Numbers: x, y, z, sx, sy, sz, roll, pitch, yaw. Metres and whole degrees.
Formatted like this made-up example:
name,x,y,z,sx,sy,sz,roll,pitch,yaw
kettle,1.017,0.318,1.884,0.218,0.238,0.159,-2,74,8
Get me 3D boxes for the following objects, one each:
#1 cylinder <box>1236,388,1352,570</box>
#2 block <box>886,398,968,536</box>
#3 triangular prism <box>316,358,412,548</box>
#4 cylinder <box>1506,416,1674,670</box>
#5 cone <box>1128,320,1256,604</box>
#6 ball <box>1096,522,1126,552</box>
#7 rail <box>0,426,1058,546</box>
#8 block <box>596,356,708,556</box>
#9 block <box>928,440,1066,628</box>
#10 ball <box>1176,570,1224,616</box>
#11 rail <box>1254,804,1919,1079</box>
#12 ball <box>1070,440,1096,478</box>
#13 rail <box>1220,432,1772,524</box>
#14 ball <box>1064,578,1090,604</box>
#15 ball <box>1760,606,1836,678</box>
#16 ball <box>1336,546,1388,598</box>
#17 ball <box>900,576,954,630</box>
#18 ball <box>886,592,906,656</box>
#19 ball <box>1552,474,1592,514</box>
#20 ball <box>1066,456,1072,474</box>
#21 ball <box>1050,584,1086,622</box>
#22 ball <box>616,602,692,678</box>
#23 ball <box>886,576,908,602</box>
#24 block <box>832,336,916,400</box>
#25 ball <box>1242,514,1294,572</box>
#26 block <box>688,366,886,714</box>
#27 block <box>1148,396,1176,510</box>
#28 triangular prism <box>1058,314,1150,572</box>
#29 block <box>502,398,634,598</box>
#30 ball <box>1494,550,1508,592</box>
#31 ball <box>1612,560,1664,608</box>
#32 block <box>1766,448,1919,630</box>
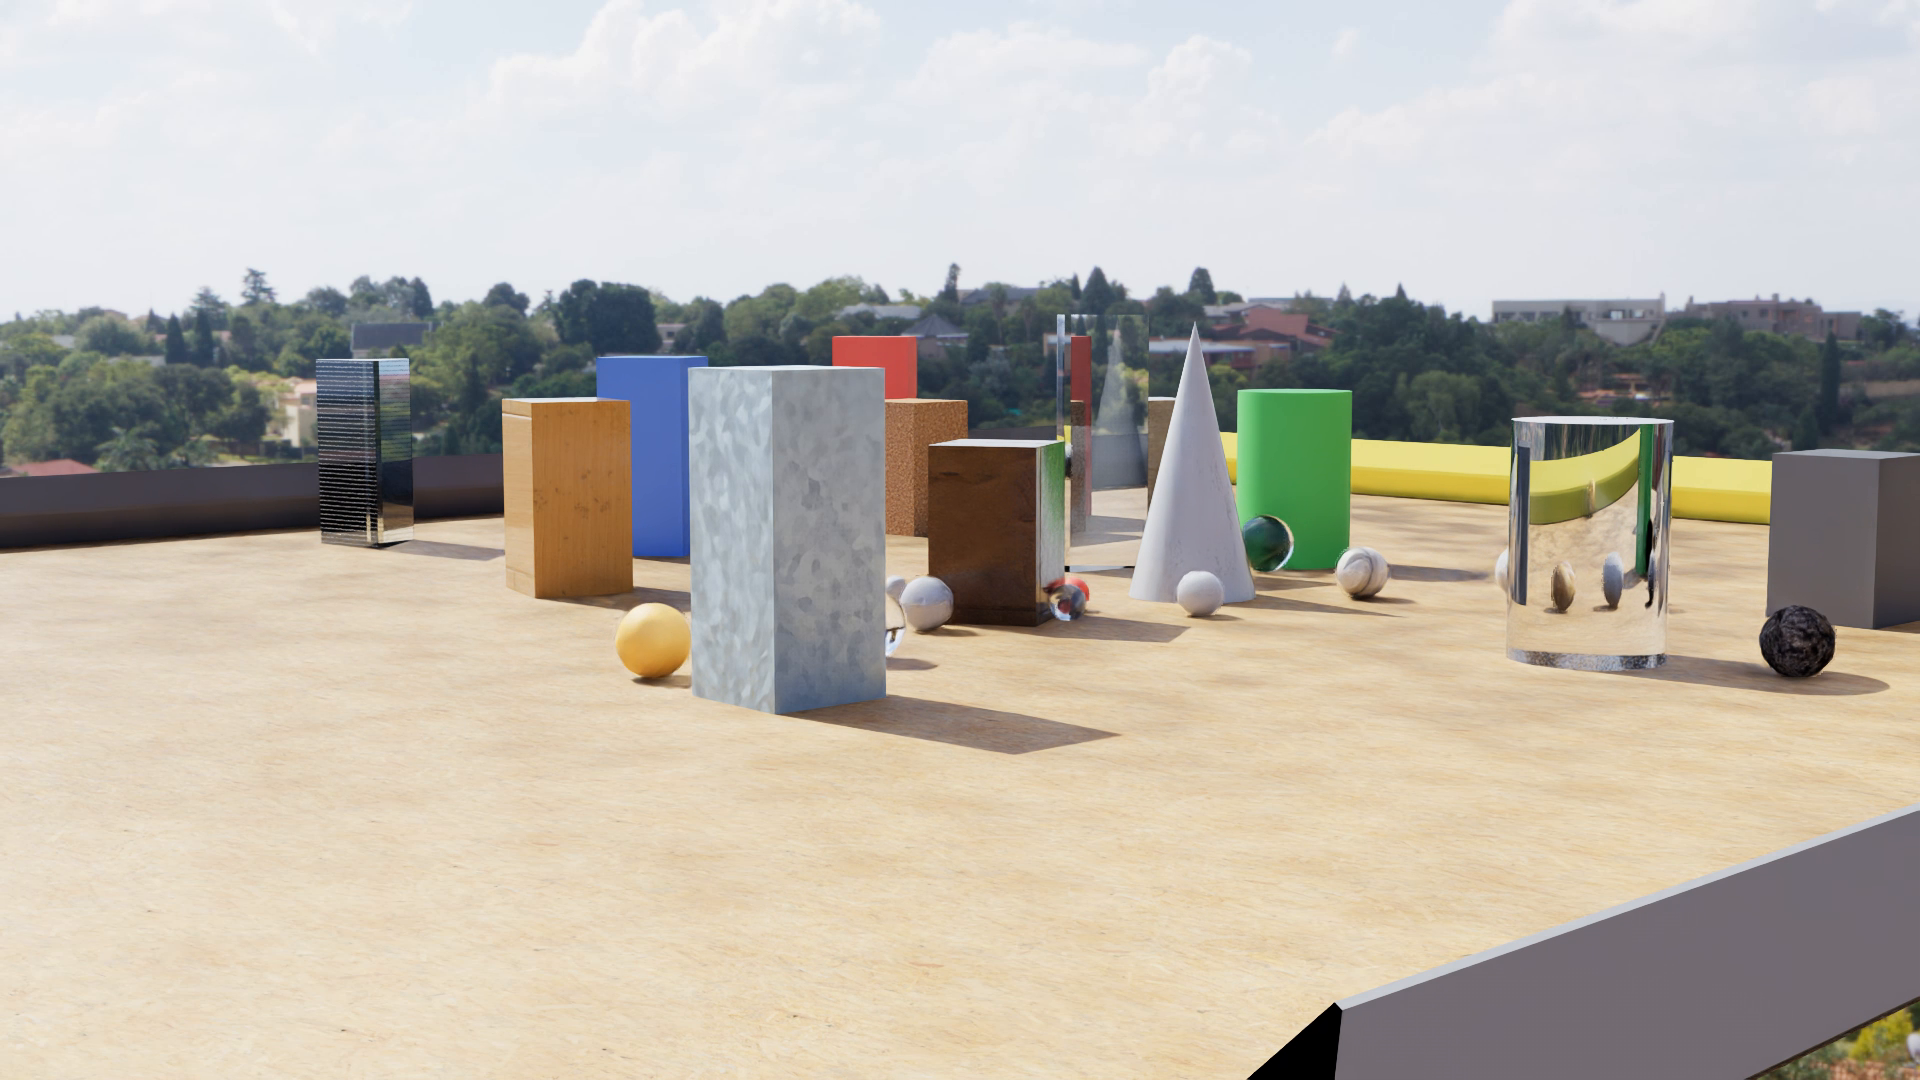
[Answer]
name,x,y,z,sx,sy,sz,roll,pitch,yaw
cylinder,0.590,-0.111,3.890,0.200,0.305,0.200,0,6,0
block,-0.097,-0.150,4.456,0.160,0.265,0.160,5,8,42
triangular prism,-1.116,-0.171,4.231,0.173,0.353,0.150,4,7,35
cylinder,0.805,0.000,2.818,0.200,0.306,0.200,0,6,0
cone,0.364,-0.126,3.431,0.200,0.430,0.200,0,6,0
ball,0.282,-0.006,4.083,0.057,0.057,0.057,0,6,0
rail,-1.229,-0.104,4.657,4.247,0.130,0.045,-5,8,-42
block,-0.566,-0.158,4.075,0.160,0.360,0.160,1,6,12
block,0.055,-0.014,3.197,0.160,0.255,0.160,2,6,17
ball,0.351,0.078,3.219,0.067,0.067,0.067,0,6,0
rail,1.229,0.172,2.007,4.247,0.130,0.045,-5,8,-42
ball,0.342,-0.217,5.895,0.100,0.100,0.100,0,6,0
rail,1.543,-0.114,4.748,0.045,0.130,3.672,-5,8,-42
ball,0.170,0.081,3.282,0.049,0.049,0.049,0,6,0
ball,1.021,0.124,2.679,0.088,0.088,0.088,0,6,0
ball,0.627,0.050,3.422,0.081,0.081,0.081,0,6,0
ball,-0.046,0.089,3.076,0.076,0.076,0.076,0,6,0
ball,-0.116,0.108,2.803,0.094,0.094,0.094,0,6,0
ball,1.352,-0.103,4.867,0.086,0.086,0.086,0,6,0
ball,0.281,-0.205,6.004,0.054,0.054,0.054,0,6,0
ball,0.155,0.090,3.166,0.054,0.054,0.054,0,6,0
ball,-0.372,0.122,2.675,0.092,0.092,0.092,0,6,0
ball,-0.099,0.076,3.361,0.043,0.043,0.043,0,6,0
block,-0.182,-0.241,4.728,0.160,0.391,0.160,1,6,6
ball,0.523,0.006,3.768,0.098,0.098,0.098,0,6,0
block,-0.198,-0.007,2.528,0.160,0.380,0.160,-5,8,-41
block,0.399,-0.173,4.715,0.160,0.258,0.160,-2,6,-22
triangular prism,0.215,-0.174,3.848,0.173,0.438,0.150,-4,7,-32
block,-0.627,-0.071,3.508,0.160,0.304,0.160,-3,7,-27
ball,0.873,0.049,3.409,0.085,0.085,0.085,0,6,0
ball,1.017,0.066,3.300,0.075,0.075,0.075,0,6,0
block,1.287,-0.005,3.183,0.160,0.240,0.160,-5,8,-41
